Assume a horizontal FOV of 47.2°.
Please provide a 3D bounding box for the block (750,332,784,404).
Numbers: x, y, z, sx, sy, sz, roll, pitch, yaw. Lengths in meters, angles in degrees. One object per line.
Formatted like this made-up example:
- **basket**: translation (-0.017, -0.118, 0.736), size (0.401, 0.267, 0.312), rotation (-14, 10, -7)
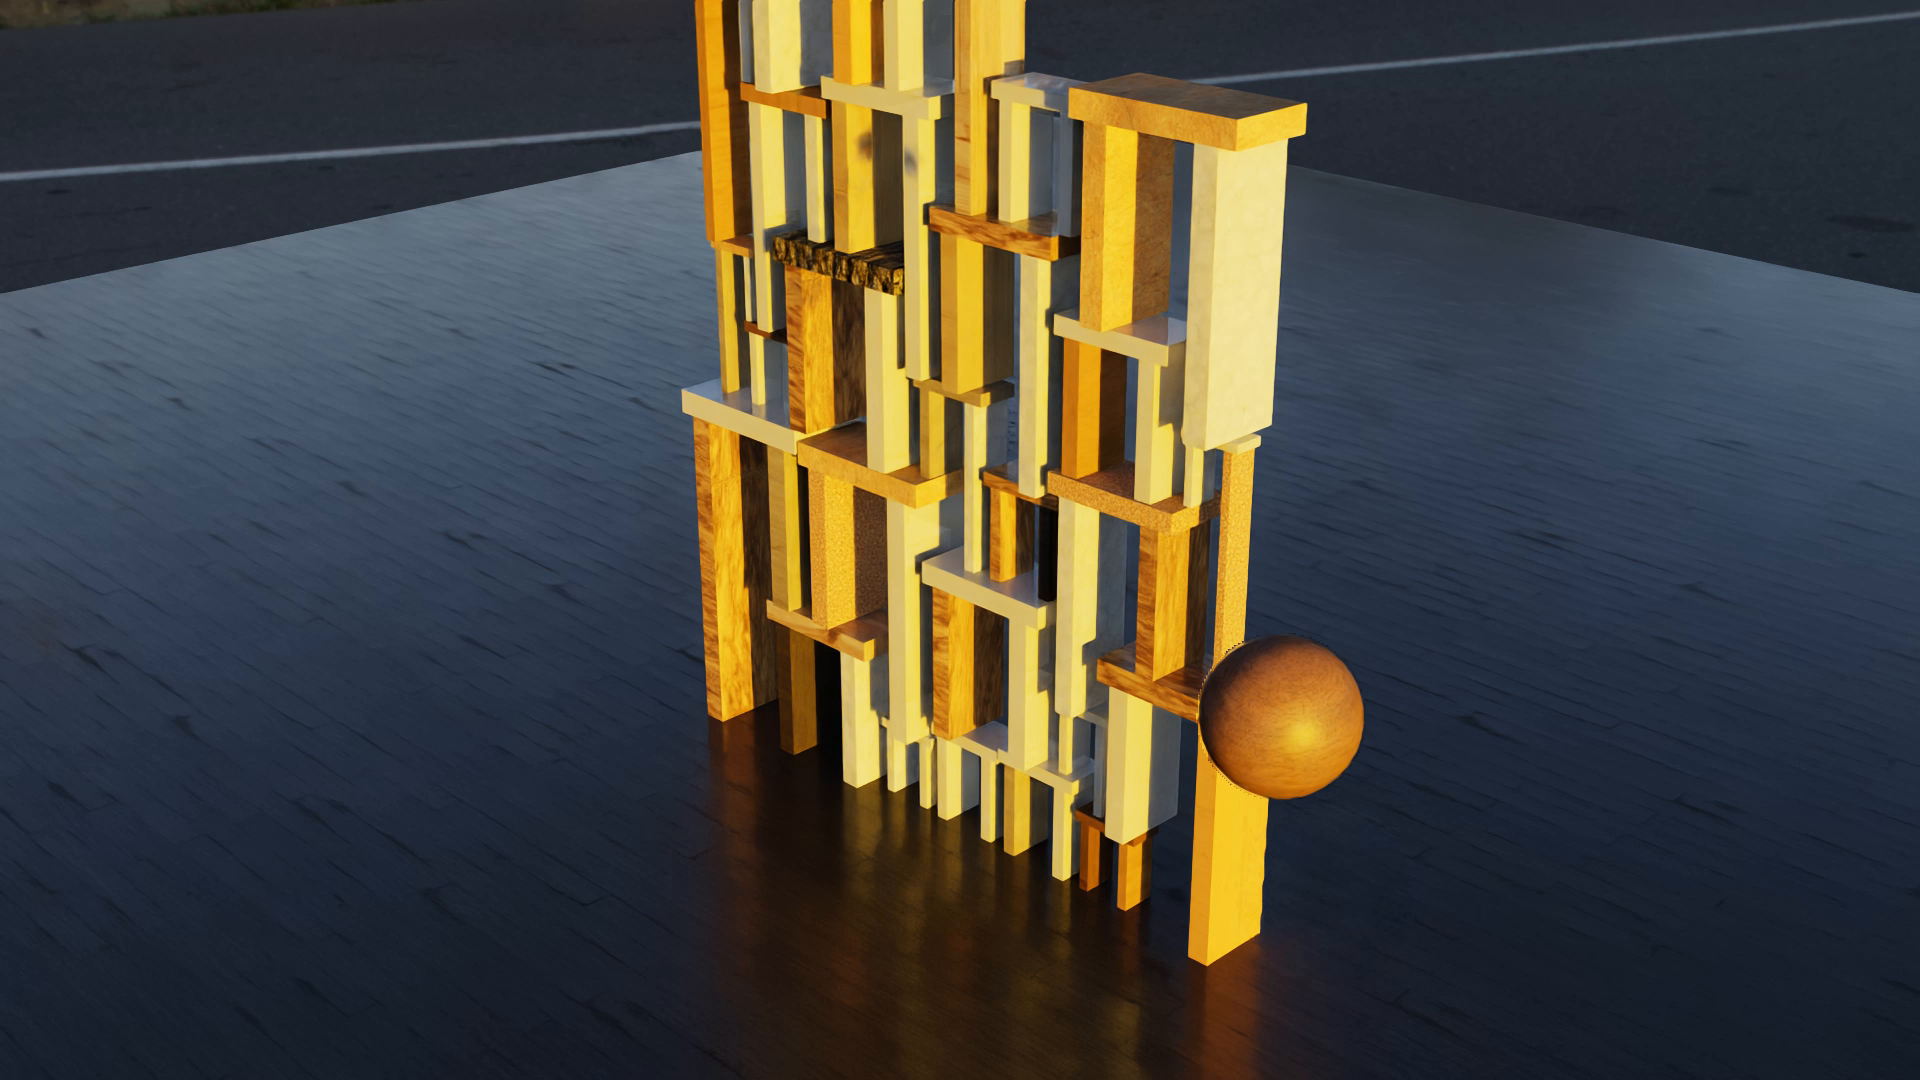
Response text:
- **block**: translation (-0.392, -0.359, 4.495), size (0.021, 0.151, 0.076), rotation (21, 31, 40)

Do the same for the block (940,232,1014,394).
- **block**: translation (0.033, -0.427, 4.009), size (0.042, 0.294, 0.147), rotation (21, 31, 41)

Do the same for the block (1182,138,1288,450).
- **block**: translation (0.445, -0.406, 3.567), size (0.175, 0.499, 0.049), rotation (-21, 31, -40)

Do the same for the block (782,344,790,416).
- **block**: translation (-0.321, -0.331, 4.430), size (0.021, 0.151, 0.076), rotation (21, 31, 40)

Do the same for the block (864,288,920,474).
- **block**: translation (-0.101, -0.321, 4.194), size (0.169, 0.360, 0.048), rotation (-21, 31, -41)

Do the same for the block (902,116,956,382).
- **block**: translation (-0.037, -0.544, 4.037), size (0.142, 0.489, 0.040), rotation (-22, 31, -40)

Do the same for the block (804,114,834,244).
- **block**: translation (-0.236, -0.698, 4.189), size (0.034, 0.242, 0.121), rotation (21, 31, 41)

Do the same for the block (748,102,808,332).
- **block**: translation (-0.350, -0.644, 4.335), size (0.034, 0.456, 0.121), rotation (21, 31, 41)

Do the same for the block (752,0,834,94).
- **block**: translation (-0.310, -1.041, 4.110), size (0.048, 0.383, 0.168), rotation (21, 31, 41)

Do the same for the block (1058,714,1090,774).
- **block**: translation (0.217, 0.370, 4.150), size (0.067, 0.134, 0.019), rotation (-21, 31, -41)

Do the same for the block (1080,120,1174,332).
- **block**: translation (0.281, -0.539, 3.689), size (0.049, 0.349, 0.175), rotation (21, 31, 41)

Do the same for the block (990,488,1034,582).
- **block**: translation (0.098, -0.021, 4.116), size (0.093, 0.185, 0.026), rotation (-21, 31, -41)

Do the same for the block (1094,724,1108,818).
- **block**: translation (0.280, 0.421, 4.103), size (0.019, 0.192, 0.067), rotation (21, 31, 41)

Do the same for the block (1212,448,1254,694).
- **block**: translation (0.465, 0.051, 3.744), size (0.061, 0.446, 0.017), rotation (-21, 31, -41)

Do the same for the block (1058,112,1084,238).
- **block**: translation (0.214, -0.627, 3.730), size (0.105, 0.210, 0.030), rotation (-22, 32, -41)

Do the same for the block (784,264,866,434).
- **block**: translation (-0.260, -0.393, 4.337), size (0.169, 0.338, 0.048), rotation (-22, 31, -40)

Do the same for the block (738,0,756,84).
- **block**: translation (-0.376, -0.981, 4.207), size (0.028, 0.196, 0.098), rotation (21, 31, 40)

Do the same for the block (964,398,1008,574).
- **block**: translation (0.048, -0.107, 4.126), size (0.089, 0.336, 0.025), rotation (-21, 31, -41)

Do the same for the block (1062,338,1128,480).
- **block**: translation (0.236, -0.245, 3.857), size (0.036, 0.253, 0.126), rotation (21, 31, 41)

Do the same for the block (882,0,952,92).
- **block**: translation (-0.075, -0.942, 3.903), size (0.134, 0.268, 0.038), rotation (-22, 31, -40)

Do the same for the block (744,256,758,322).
- **block**: translation (-0.403, -0.512, 4.437), size (0.019, 0.133, 0.067), rotation (21, 31, 40)

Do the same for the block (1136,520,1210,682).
- **block**: translation (0.373, 0.092, 3.854), size (0.142, 0.284, 0.040), rotation (-21, 31, -41)

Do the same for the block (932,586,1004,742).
- **block**: translation (0.017, 0.221, 4.301), size (0.152, 0.318, 0.043), rotation (-21, 31, -41)

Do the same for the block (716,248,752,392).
- **block**: translation (-0.465, -0.457, 4.529), size (0.019, 0.306, 0.067), rotation (21, 31, 40)

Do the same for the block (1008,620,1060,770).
- **block**: translation (0.160, 0.270, 4.166), size (0.043, 0.304, 0.152), rotation (21, 31, 41)

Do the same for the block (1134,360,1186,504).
- **block**: translation (0.355, -0.198, 3.747), size (0.036, 0.253, 0.126), rotation (21, 31, 41)

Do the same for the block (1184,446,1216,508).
- **block**: translation (0.408, -0.121, 3.733), size (0.017, 0.122, 0.061), rotation (22, 31, 40)

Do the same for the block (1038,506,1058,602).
- **block**: translation (0.186, 0.013, 4.035), size (0.093, 0.185, 0.026), rotation (-21, 31, -41)

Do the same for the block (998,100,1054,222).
- **block**: translation (0.115, -0.666, 3.821), size (0.030, 0.210, 0.105), rotation (22, 31, 40)

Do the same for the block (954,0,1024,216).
- **block**: translation (0.052, -0.804, 3.825), size (0.038, 0.461, 0.134), rotation (21, 31, 41)

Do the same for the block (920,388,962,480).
- **block**: translation (-0.035, -0.212, 4.172), size (0.025, 0.177, 0.089), rotation (21, 31, 41)

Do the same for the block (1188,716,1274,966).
- **block**: translation (0.483, 0.521, 3.927), size (0.044, 0.474, 0.155), rotation (21, 31, 41)

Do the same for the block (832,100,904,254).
- **block**: translation (-0.171, -0.691, 4.120), size (0.142, 0.283, 0.040), rotation (-21, 31, -41)

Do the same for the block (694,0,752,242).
- **block**: translation (-0.468, -0.862, 4.358), size (0.028, 0.534, 0.098), rotation (21, 31, 41)

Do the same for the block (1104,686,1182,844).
- **block**: translation (0.337, 0.388, 4.029), size (0.044, 0.310, 0.155), rotation (21, 31, 41)

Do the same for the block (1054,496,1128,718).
- **block**: translation (0.239, 0.106, 4.005), size (0.040, 0.427, 0.142), rotation (21, 31, 41)

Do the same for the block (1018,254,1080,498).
- **block**: translation (0.172, -0.304, 3.910), size (0.042, 0.443, 0.147), rotation (21, 31, 41)

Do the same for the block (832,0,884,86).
- **block**: translation (-0.152, -1.001, 3.956), size (0.168, 0.336, 0.048), rotation (-22, 31, -40)
